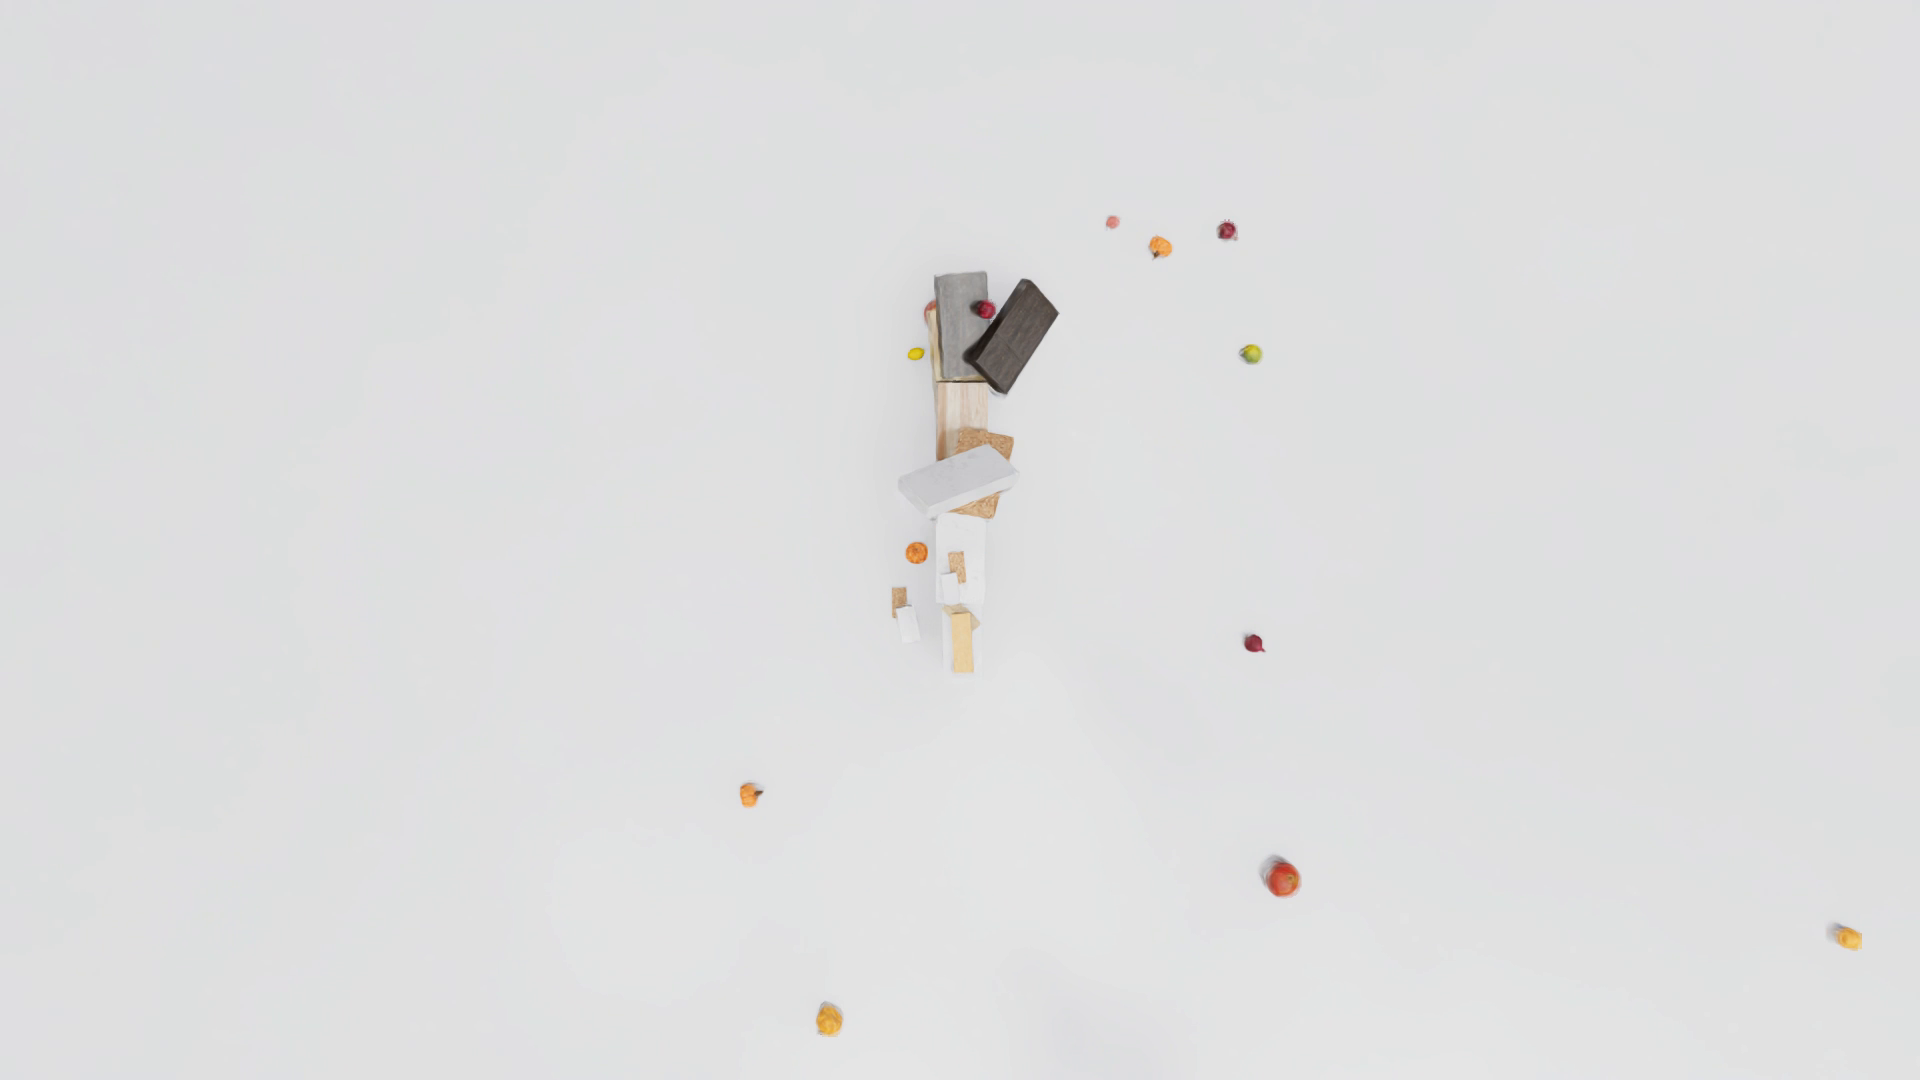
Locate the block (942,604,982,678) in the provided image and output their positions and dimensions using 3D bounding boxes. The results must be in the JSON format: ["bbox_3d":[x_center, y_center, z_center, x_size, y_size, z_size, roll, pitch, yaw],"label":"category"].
[{"bbox_3d":[0.007,0.312,5.237,0.122,0.035,0.245,-1,90,0],"label":"block"}]

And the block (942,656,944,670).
[{"bbox_3d":[0.003,0.399,5.377,0.122,0.245,0.035,0,88,0],"label":"block"}]

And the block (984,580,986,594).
[{"bbox_3d":[0.005,0.151,5.348,0.152,0.303,0.043,-3,91,0],"label":"block"}]

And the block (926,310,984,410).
[{"bbox_3d":[-0.011,-0.596,5.416,0.165,0.047,0.330,-8,105,-15],"label":"block"}]

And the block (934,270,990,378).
[{"bbox_3d":[0.011,-0.699,5.345,0.165,0.047,0.330,-8,105,-17],"label":"block"}]

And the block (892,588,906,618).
[{"bbox_3d":[-0.202,0.210,5.493,0.050,0.014,0.099,-1,90,0],"label":"block"}]

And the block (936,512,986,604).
[{"bbox_3d":[0.002,0.047,5.175,0.152,0.043,0.303,1,90,0],"label":"block"}]

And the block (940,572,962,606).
[{"bbox_3d":[-0.028,0.152,5.135,0.049,0.014,0.099,-9,103,2],"label":"block"}]

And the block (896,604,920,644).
[{"bbox_3d":[-0.172,0.279,5.481,0.061,0.017,0.122,-11,100,0],"label":"block"}]

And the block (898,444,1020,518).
[{"bbox_3d":[-0.005,-0.185,5.127,0.340,0.048,0.170,-22,47,-28],"label":"block"}]

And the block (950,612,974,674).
[{"bbox_3d":[0.008,0.325,5.198,0.061,0.017,0.188,-3,96,7],"label":"block"}]

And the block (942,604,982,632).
[{"bbox_3d":[0.004,0.240,5.211,0.061,0.017,0.122,-44,90,0],"label":"block"}]

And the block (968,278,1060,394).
[{"bbox_3d":[0.176,-0.665,5.389,0.170,0.048,0.340,43,72,-36],"label":"block"}]

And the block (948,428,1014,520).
[{"bbox_3d":[0.056,-0.214,5.241,0.170,0.371,0.048,10,131,6],"label":"block"}]

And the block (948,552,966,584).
[{"bbox_3d":[-0.008,0.088,5.146,0.050,0.014,0.099,-6,90,0],"label":"block"}]

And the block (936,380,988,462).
[{"bbox_3d":[0.004,-0.356,5.422,0.165,0.047,0.330,-3,103,-13],"label":"block"}]
